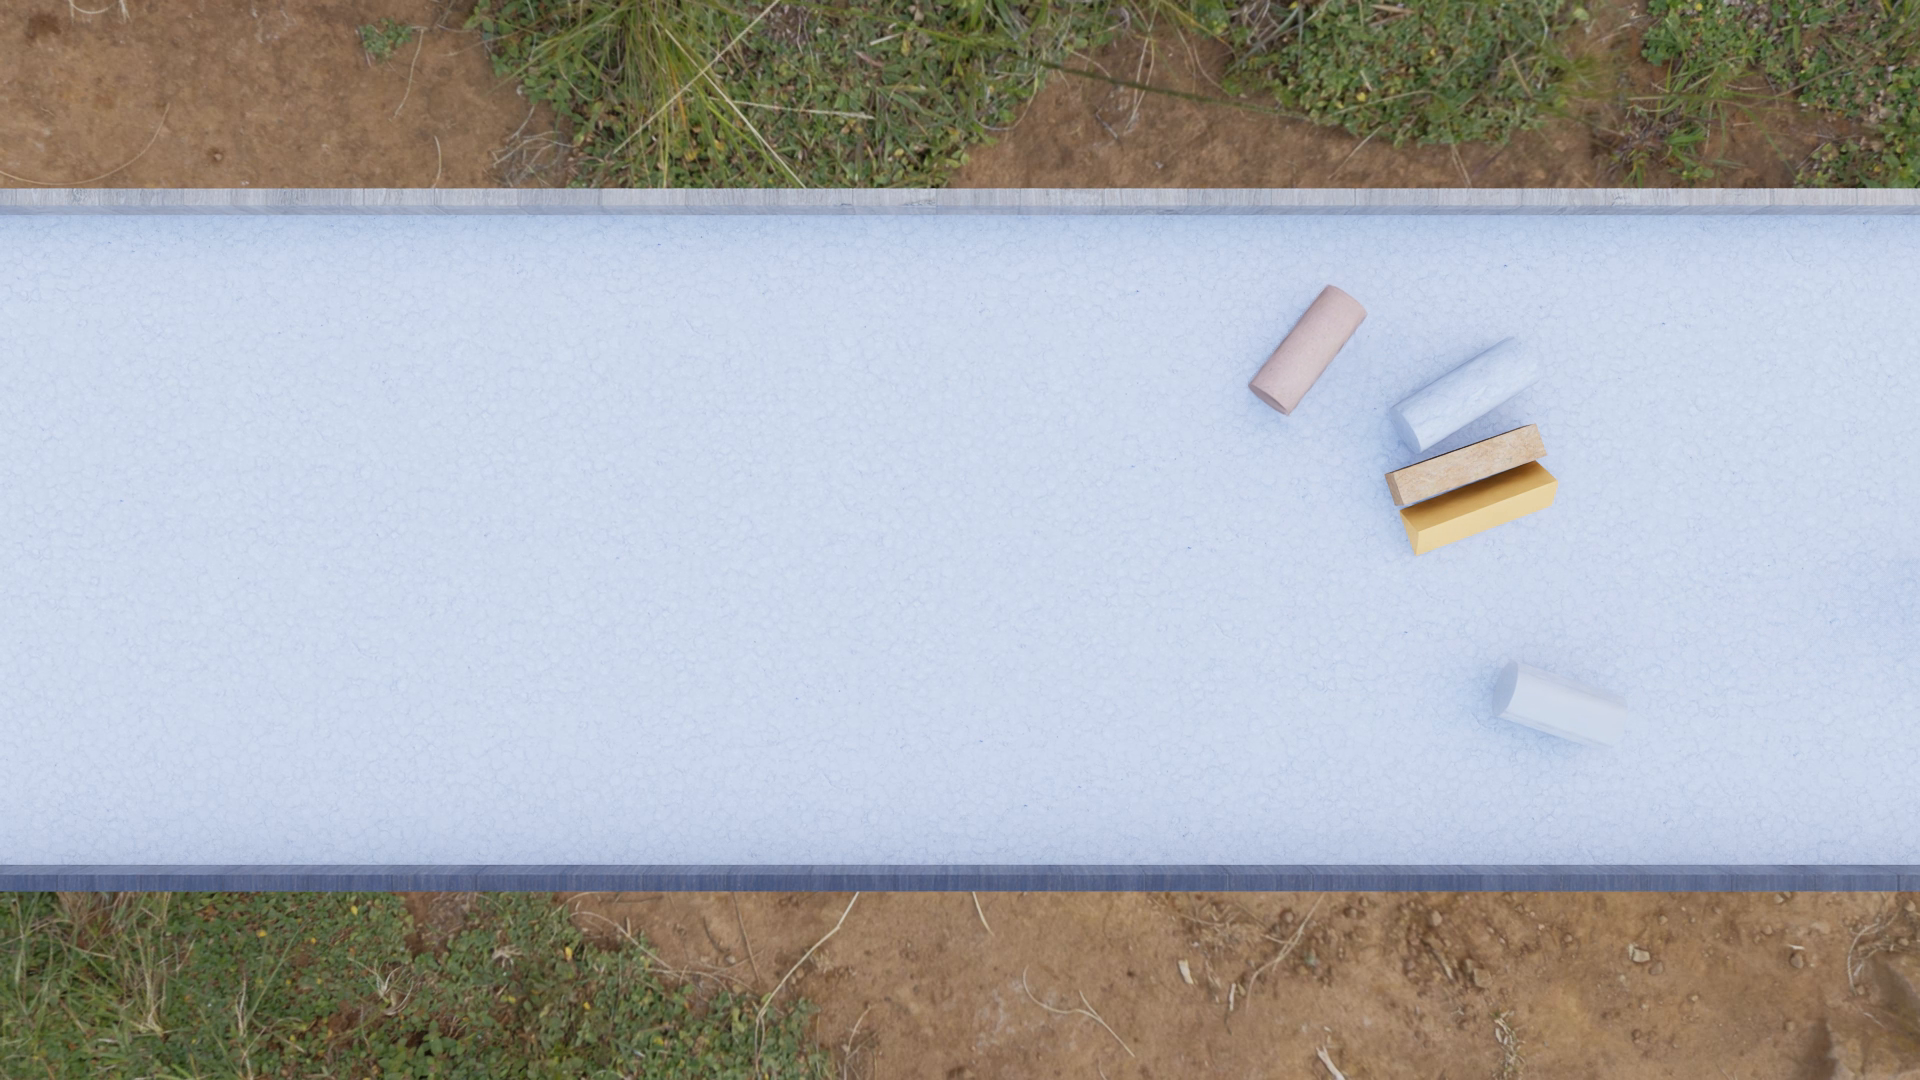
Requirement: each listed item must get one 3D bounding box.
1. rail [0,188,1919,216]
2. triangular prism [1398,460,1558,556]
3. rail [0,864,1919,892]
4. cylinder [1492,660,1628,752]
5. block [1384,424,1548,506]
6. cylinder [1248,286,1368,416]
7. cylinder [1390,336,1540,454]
[{"bbox_3d":[-2.247,-1.025,5.002,12.000,0.150,0.050,0,90,0],"label":"rail"},{"bbox_3d":[1.585,-0.098,5.009,0.446,0.127,0.147,-20,90,0],"label":"triangular prism"},{"bbox_3d":[-2.247,1.025,5.001,12.000,0.150,0.050,0,90,0],"label":"rail"},{"bbox_3d":[1.811,0.502,4.988,0.344,0.177,0.177,18,90,0],"label":"cylinder"},{"bbox_3d":[1.538,-0.229,5.025,0.457,0.103,0.103,-19,90,0],"label":"block"},{"bbox_3d":[1.054,-0.574,5.000,0.154,0.154,0.382,38,90,0],"label":"cylinder"},{"bbox_3d":[1.526,-0.439,4.995,0.417,0.164,0.164,-31,90,0],"label":"cylinder"}]
